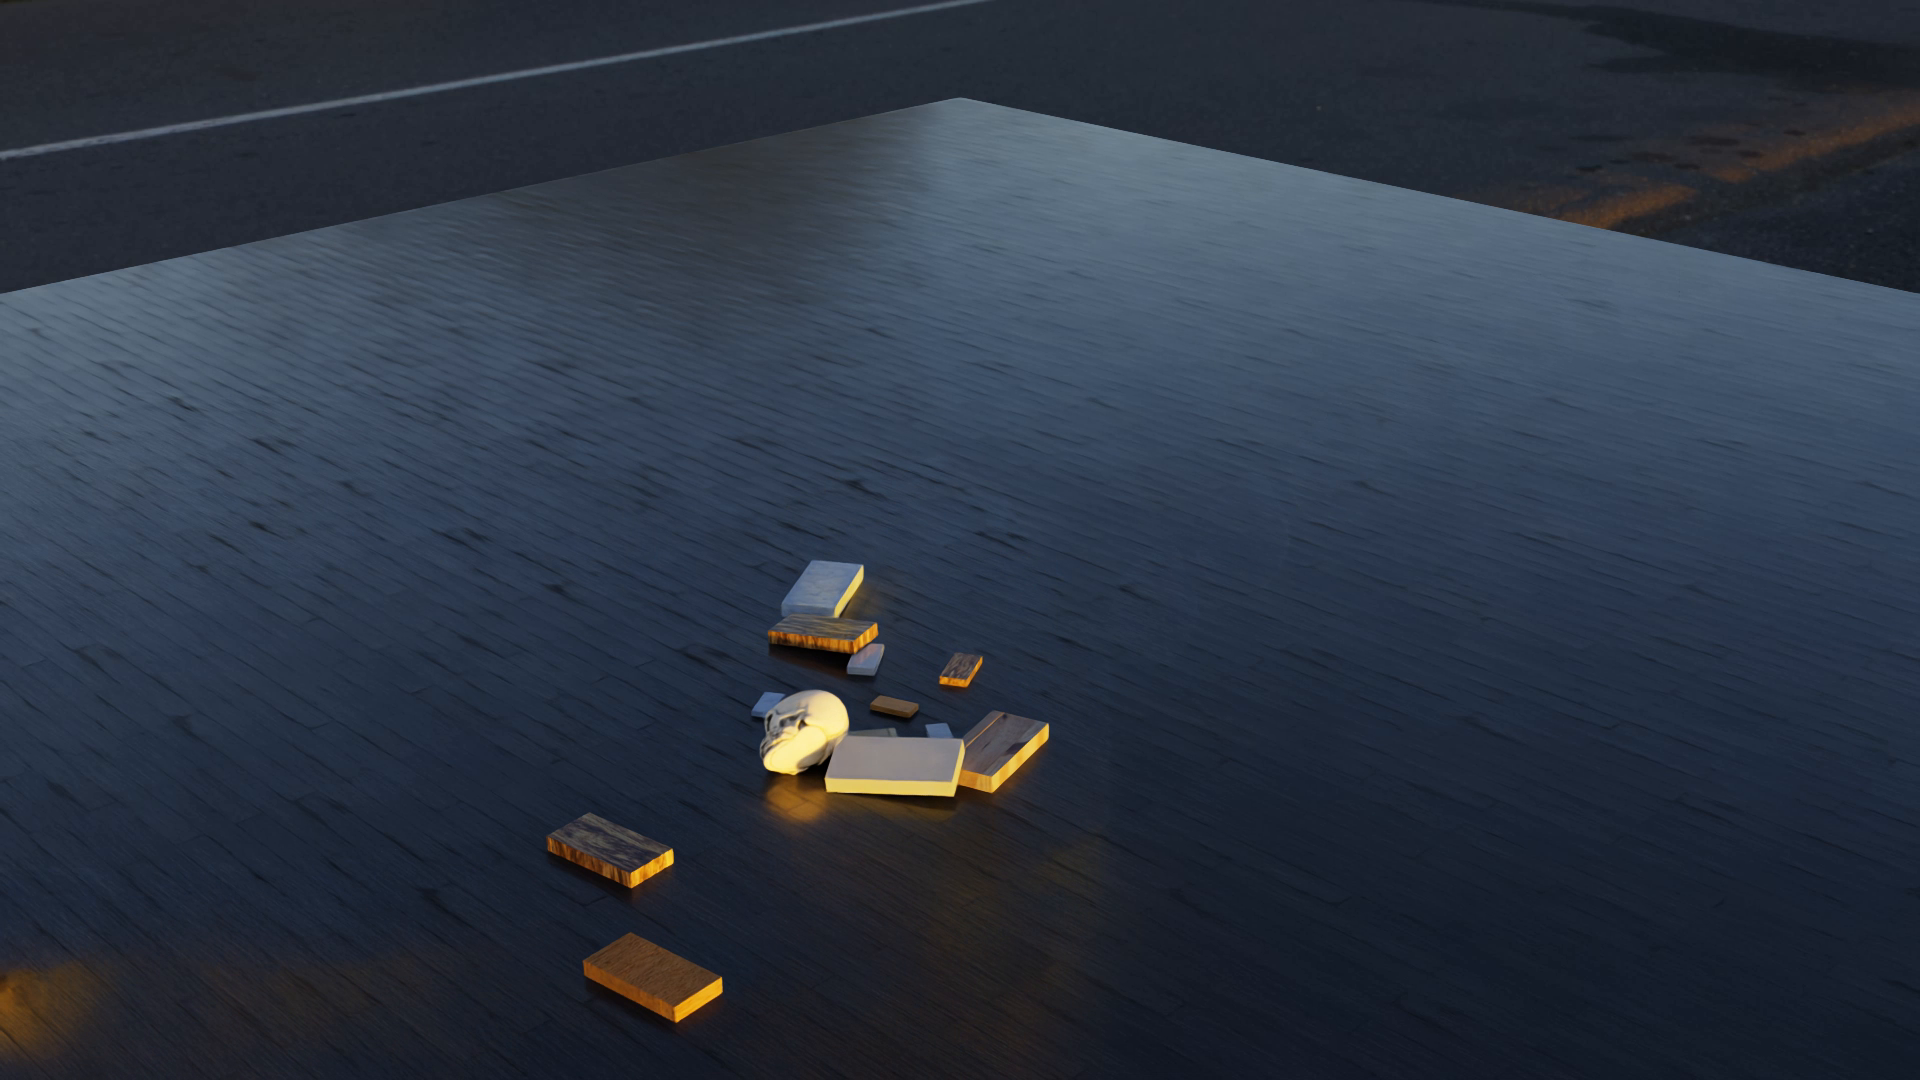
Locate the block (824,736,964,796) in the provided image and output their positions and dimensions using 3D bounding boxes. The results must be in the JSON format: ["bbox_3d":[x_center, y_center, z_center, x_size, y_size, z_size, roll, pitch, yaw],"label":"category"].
[{"bbox_3d":[-0.134,0.467,4.551,0.267,0.038,0.134,1,36,12],"label":"block"}]

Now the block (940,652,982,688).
[{"bbox_3d":[0.002,0.297,5.038,0.065,0.018,0.130,7,24,15],"label":"block"}]

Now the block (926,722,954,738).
[{"bbox_3d":[-0.042,0.424,4.743,0.048,0.014,0.096,-5,23,-11],"label":"block"}]

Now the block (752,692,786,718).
[{"bbox_3d":[-0.425,0.366,4.881,0.047,0.013,0.094,5,24,13],"label":"block"}]

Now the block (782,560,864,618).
[{"bbox_3d":[-0.337,0.124,5.419,0.134,0.038,0.267,5,23,12],"label":"block"}]

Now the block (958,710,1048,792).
[{"bbox_3d":[0.069,0.446,4.661,0.134,0.038,0.267,12,26,25],"label":"block"}]

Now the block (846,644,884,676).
[{"bbox_3d":[-0.218,0.275,5.088,0.065,0.018,0.130,3,23,7],"label":"block"}]

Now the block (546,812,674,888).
[{"bbox_3d":[-0.684,0.604,4.295,0.230,0.033,0.115,16,28,34],"label":"block"}]

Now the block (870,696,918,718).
[{"bbox_3d":[-0.145,0.369,4.873,0.096,0.014,0.048,11,25,24],"label":"block"}]

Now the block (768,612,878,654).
[{"bbox_3d":[-0.322,0.219,5.177,0.230,0.033,0.115,6,23,26],"label":"block"}]

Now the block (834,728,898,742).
[{"bbox_3d":[-0.200,0.432,4.720,0.132,0.018,0.065,-4,23,-9],"label":"block"}]

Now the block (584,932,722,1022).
[{"bbox_3d":[-0.545,0.773,3.897,0.230,0.033,0.115,17,28,35],"label":"block"}]
